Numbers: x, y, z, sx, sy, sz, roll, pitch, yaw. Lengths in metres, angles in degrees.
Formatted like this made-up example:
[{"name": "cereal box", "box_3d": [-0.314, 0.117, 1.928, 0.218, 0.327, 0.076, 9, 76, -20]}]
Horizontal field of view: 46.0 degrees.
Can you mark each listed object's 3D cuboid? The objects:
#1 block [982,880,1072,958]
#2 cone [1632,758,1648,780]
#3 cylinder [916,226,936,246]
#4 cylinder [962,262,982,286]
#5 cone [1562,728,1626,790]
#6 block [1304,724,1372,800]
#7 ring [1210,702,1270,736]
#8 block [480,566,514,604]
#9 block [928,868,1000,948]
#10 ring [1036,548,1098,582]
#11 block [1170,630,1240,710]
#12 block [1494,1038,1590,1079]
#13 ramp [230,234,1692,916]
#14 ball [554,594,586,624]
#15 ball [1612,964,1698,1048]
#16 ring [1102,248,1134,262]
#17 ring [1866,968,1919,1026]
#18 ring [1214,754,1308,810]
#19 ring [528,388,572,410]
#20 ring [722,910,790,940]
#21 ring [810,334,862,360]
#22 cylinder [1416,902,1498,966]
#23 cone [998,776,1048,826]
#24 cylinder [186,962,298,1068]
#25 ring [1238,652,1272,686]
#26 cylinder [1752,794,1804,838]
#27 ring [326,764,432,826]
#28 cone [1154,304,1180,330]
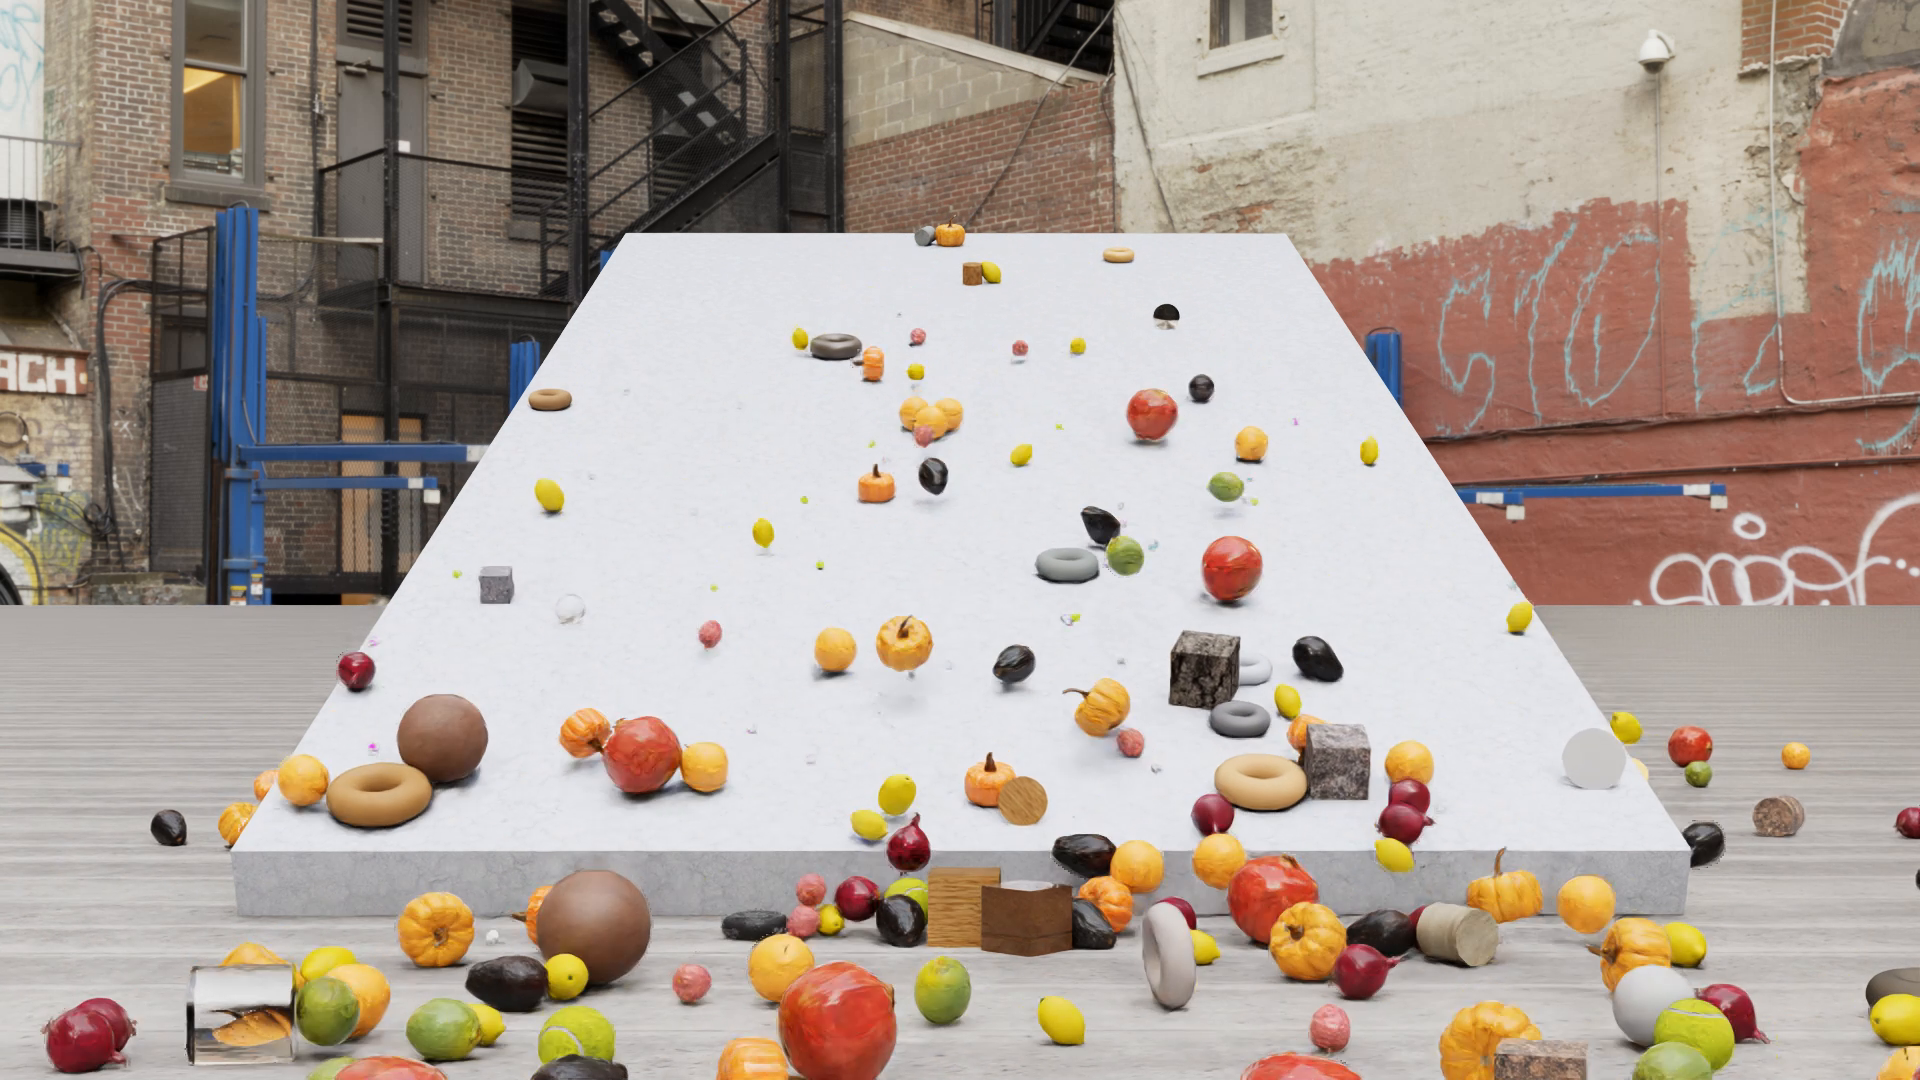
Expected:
[{"name": "block", "box_3d": [0.083, 0.471, 2.822, 0.080, 0.080, 0.080, -1, -2, 41]}, {"name": "cone", "box_3d": [1.548, 0.556, 5.242, 0.079, 0.079, 0.079, 0, -28, 10]}, {"name": "cylinder", "box_3d": [-0.102, -0.901, 6.705, 0.050, 0.050, 0.050, 0, 28, 18]}, {"name": "cylinder", "box_3d": [0.034, -0.733, 6.236, 0.054, 0.054, 0.054, 0, 20, 0]}, {"name": "cone", "box_3d": [0.925, 0.323, 3.324, 0.090, 0.090, 0.090, 0, -7, 8]}, {"name": "block", "box_3d": [0.545, 0.320, 3.269, 0.082, 0.082, 0.082, 1, 20, 2]}, {"name": "ring", "box_3d": [0.429, 0.275, 3.472, 0.094, 0.031, 0.094, 1, 19, 0]}, {"name": "block", "box_3d": [-0.815, 0.079, 3.981, 0.051, 0.051, 0.051, -1, 20, -3]}, {"name": "block", "box_3d": [0.006, 0.468, 2.891, 0.090, 0.090, 0.090, 0, -1, 3]}, {"name": "ring", "box_3d": [0.194, 0.044, 4.101, 0.115, 0.038, 0.115, 1, 19, 0]}, {"name": "block", "box_3d": [0.386, 0.206, 3.572, 0.092, 0.092, 0.092, 6, 21, 16]}, {"name": "block", "box_3d": [0.476, 0.450, 1.848, 0.071, 0.071, 0.071, 0, -2, 18]}, {"name": "ramp", "box_3d": [-0.005, -0.205, 4.996, 2.000, 0.100, 4.000, 0, 20, 0]}, {"name": "ball", "box_3d": [-0.666, 0.119, 3.868, 0.053, 0.053, 0.053, 0, -1, 0]}, {"name": "ball", "box_3d": [0.678, 0.455, 2.210, 0.080, 0.080, 0.080, 0, -1, 0]}, {"name": "ring", "box_3d": [0.457, -0.820, 6.515, 0.094, 0.031, 0.094, 0, 21, 0]}, {"name": "ring", "box_3d": [1.016, 0.477, 2.359, 0.135, 0.045, 0.135, -1, 0, 0]}, {"name": "ring", "box_3d": [0.432, 0.347, 3.252, 0.134, 0.045, 0.134, 1, 19, 0]}, {"name": "ring", "box_3d": [-0.925, -0.317, 5.109, 0.098, 0.033, 0.098, 1, 19, 0]}, {"name": "ring", "box_3d": [-0.265, 0.499, 2.931, 0.089, 0.030, 0.089, -1, -1, 0]}, {"name": "ring", "box_3d": [-0.303, -0.473, 5.529, 0.129, 0.043, 0.129, 1, 19, 0]}, {"name": "cylinder", "box_3d": [0.598, 0.474, 2.723, 0.069, 0.069, 0.069, 1, -2, -31]}, {"name": "cone", "box_3d": [0.093, 0.370, 3.204, 0.069, 0.069, 0.069, 0, -7, 8]}, {"name": "cylinder", "box_3d": [-0.676, 0.447, 2.136, 0.092, 0.092, 0.092, -2, -1, -13]}, {"name": "ring", "box_3d": [0.457, 0.207, 3.659, 0.094, 0.031, 0.094, -1, 21, 0]}, {"name": "cylinder", "box_3d": [1.514, 0.510, 4.186, 0.073, 0.073, 0.073, -1, -2, 36]}, {"name": "ring", "box_3d": [-0.822, 0.360, 3.203, 0.146, 0.049, 0.146, 1, 19, 0]}, {"name": "cone", "box_3d": [0.531, -0.565, 5.807, 0.068, 0.068, 0.068, 0, -7, 7]}]
